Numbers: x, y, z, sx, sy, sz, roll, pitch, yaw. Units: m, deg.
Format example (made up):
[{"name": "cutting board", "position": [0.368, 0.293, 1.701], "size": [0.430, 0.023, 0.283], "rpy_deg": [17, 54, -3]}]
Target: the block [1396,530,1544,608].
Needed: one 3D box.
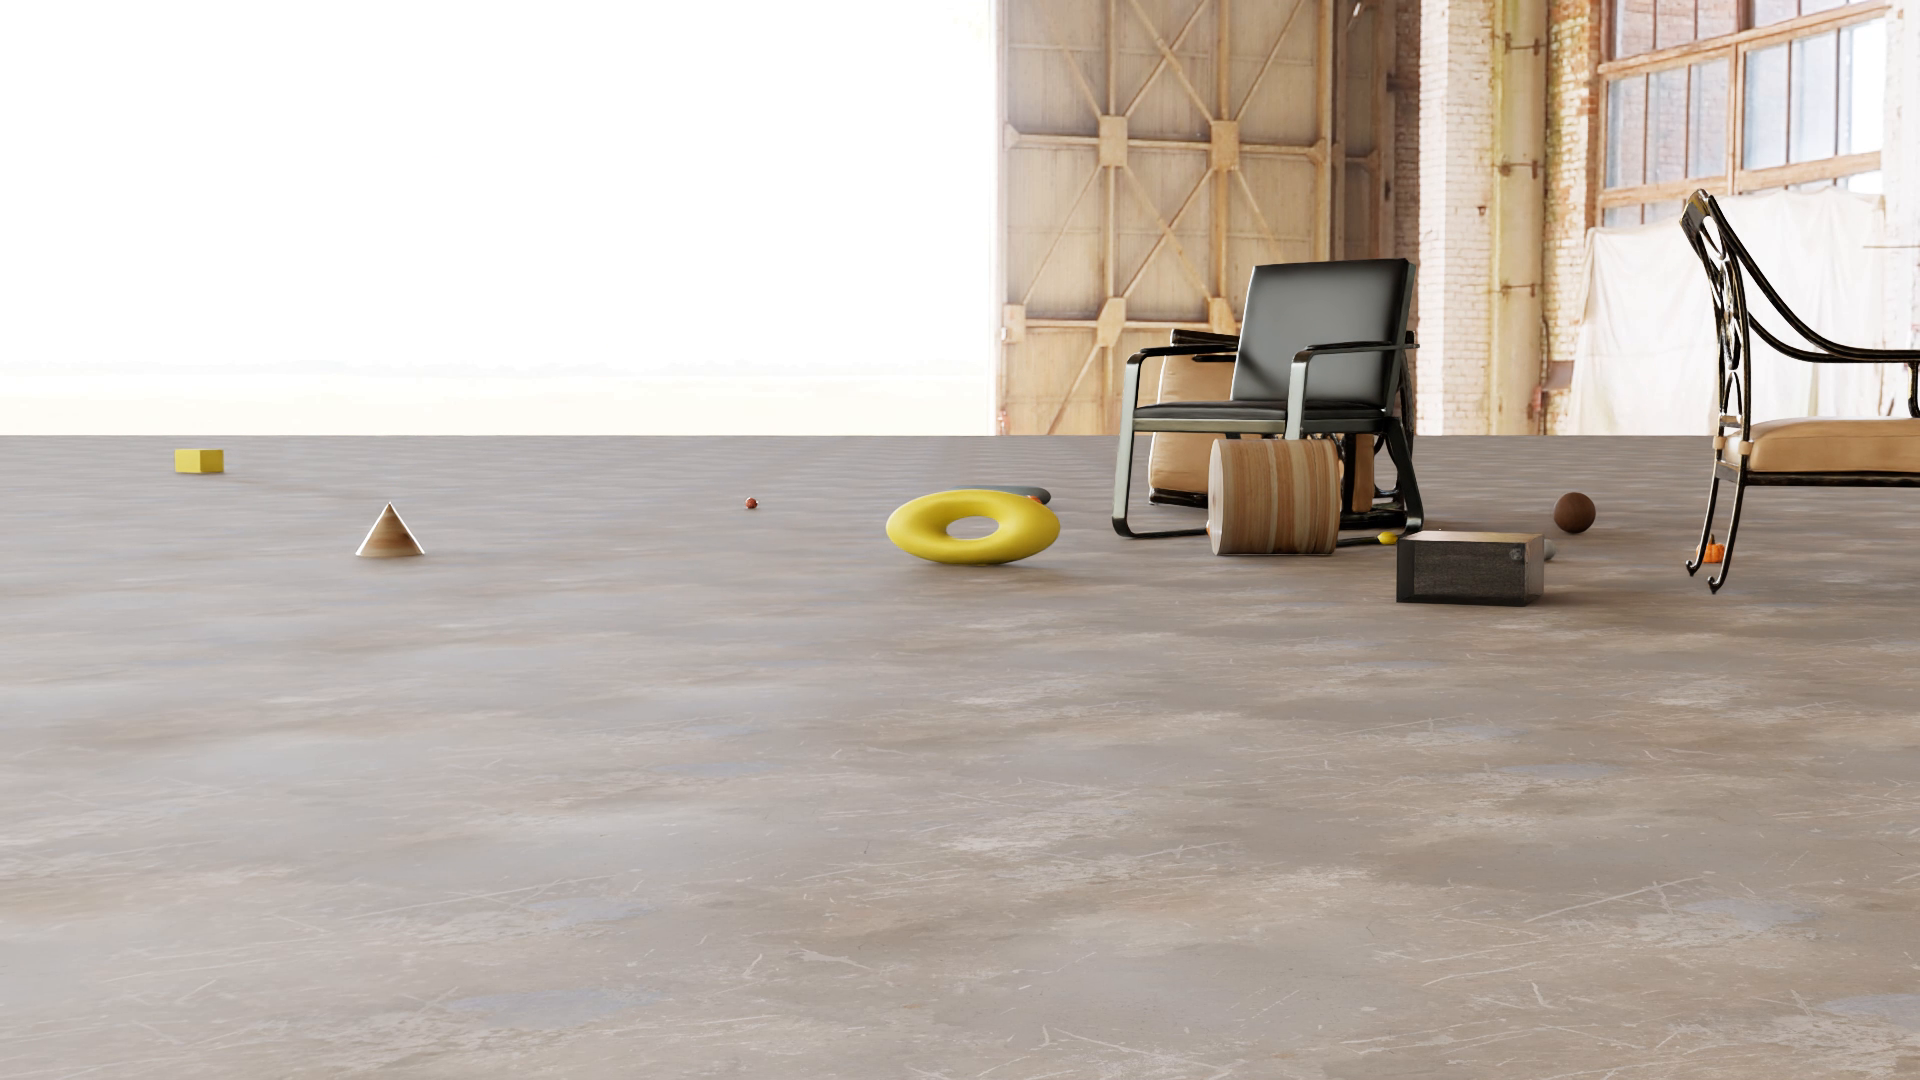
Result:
[{"name": "block", "position": [1.098, 0.059, 4.716], "size": [0.264, 0.133, 0.302], "rpy_deg": [2, 4, 22]}]

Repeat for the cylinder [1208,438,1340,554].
[{"name": "cylinder", "position": [0.847, -0.116, 5.952], "size": [0.312, 0.314, 0.273], "rpy_deg": [0, 2, -2]}]

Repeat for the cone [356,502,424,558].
[{"name": "cone", "position": [-1.555, -0.033, 5.996], "size": [0.182, 0.141, 0.271], "rpy_deg": [-1, 4, -10]}]

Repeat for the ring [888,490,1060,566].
[{"name": "ring", "position": [0.032, -0.031, 5.622], "size": [0.465, 0.194, 0.159], "rpy_deg": [-1, -9, 20]}]

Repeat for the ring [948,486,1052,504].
[{"name": "ring", "position": [0.142, -0.169, 8.455], "size": [0.483, 0.078, 0.200], "rpy_deg": [2, 4, 36]}]

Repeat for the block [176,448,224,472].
[{"name": "block", "position": [-4.133, -0.432, 11.953], "size": [0.202, 0.121, 0.157], "rpy_deg": [3, 5, 33]}]
